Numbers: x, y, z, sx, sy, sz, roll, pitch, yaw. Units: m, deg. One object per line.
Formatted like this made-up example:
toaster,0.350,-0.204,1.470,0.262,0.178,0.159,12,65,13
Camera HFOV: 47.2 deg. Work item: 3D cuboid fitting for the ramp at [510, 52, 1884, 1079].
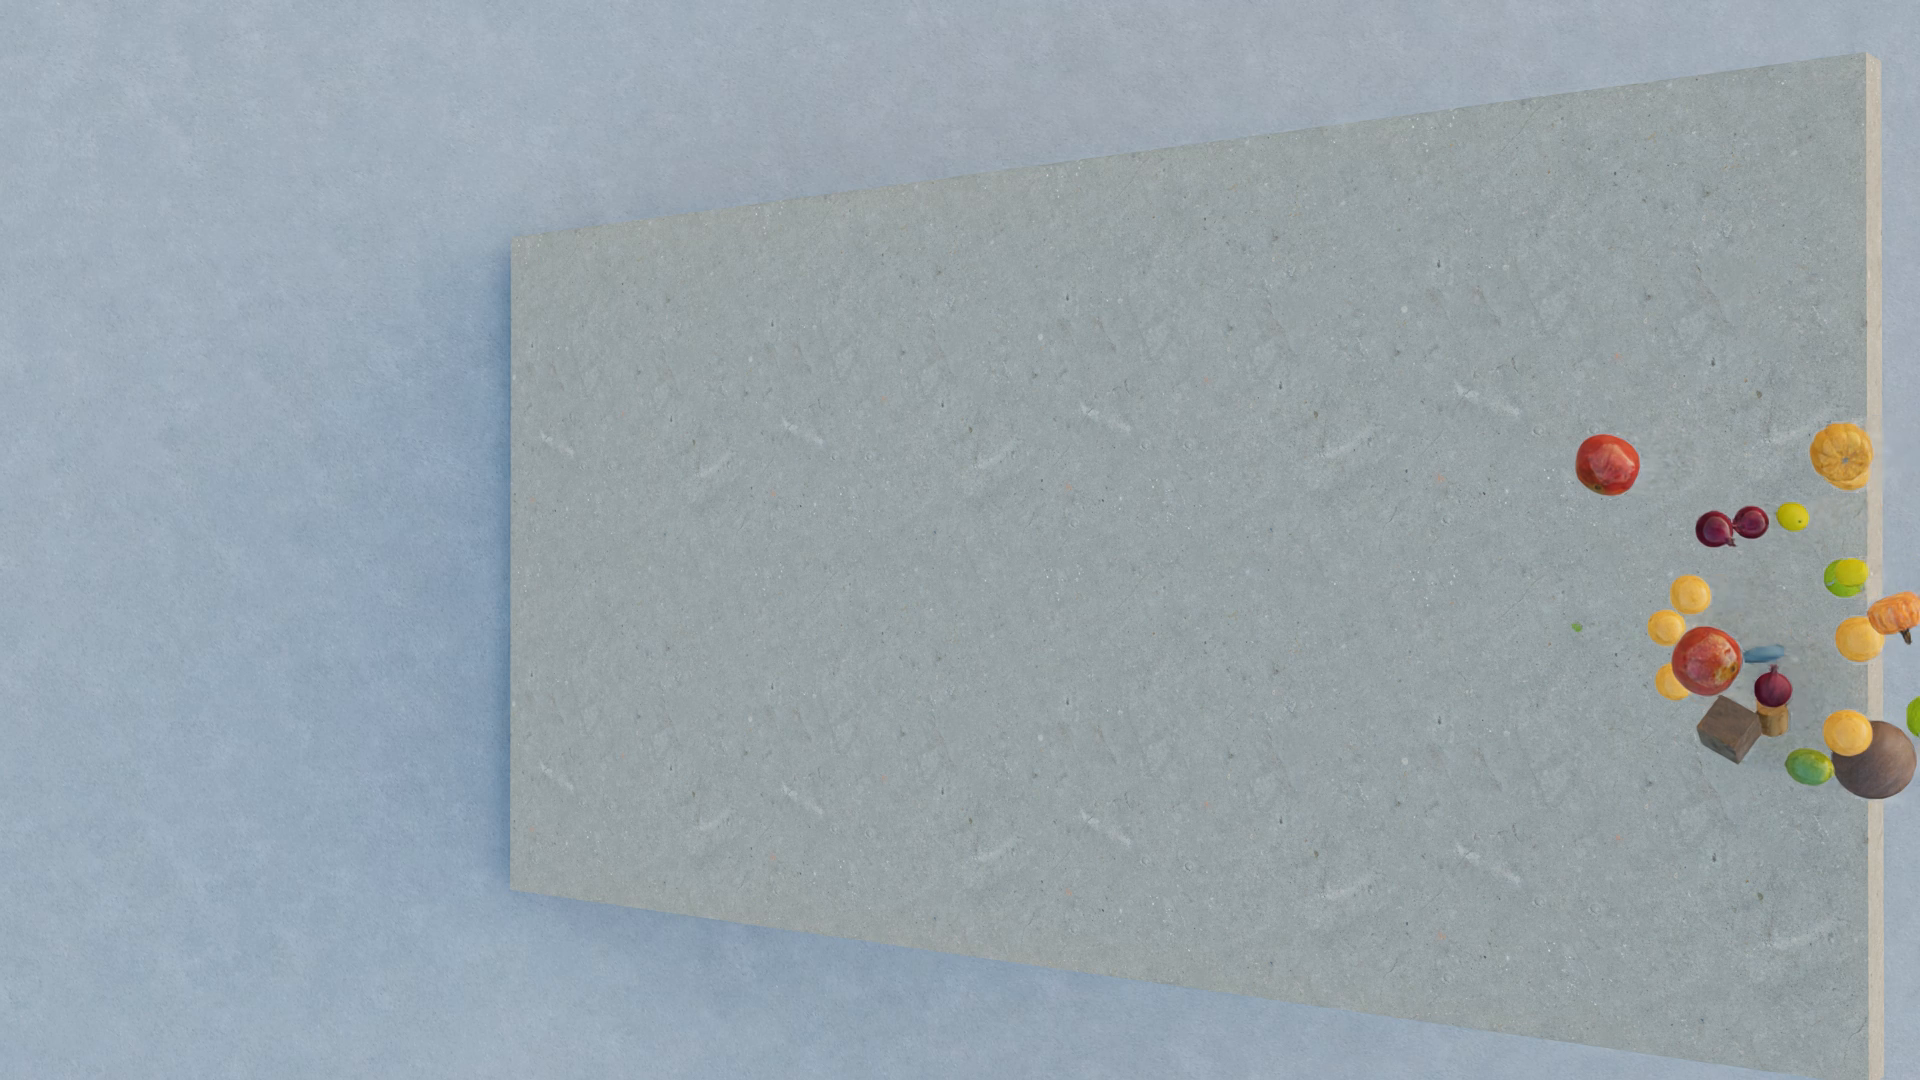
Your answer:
ramp,0.220,0.063,5.536,4.000,0.100,2.000,0,90,38

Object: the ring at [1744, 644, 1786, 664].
ring,1.586,0.225,4.336,0.079,0.079,0.026,-8,78,0

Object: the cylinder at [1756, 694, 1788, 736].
cylinder,1.586,0.343,4.294,0.058,0.058,0.058,-20,127,0

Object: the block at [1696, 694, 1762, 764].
block,1.480,0.364,4.229,0.081,0.081,0.081,33,79,37
